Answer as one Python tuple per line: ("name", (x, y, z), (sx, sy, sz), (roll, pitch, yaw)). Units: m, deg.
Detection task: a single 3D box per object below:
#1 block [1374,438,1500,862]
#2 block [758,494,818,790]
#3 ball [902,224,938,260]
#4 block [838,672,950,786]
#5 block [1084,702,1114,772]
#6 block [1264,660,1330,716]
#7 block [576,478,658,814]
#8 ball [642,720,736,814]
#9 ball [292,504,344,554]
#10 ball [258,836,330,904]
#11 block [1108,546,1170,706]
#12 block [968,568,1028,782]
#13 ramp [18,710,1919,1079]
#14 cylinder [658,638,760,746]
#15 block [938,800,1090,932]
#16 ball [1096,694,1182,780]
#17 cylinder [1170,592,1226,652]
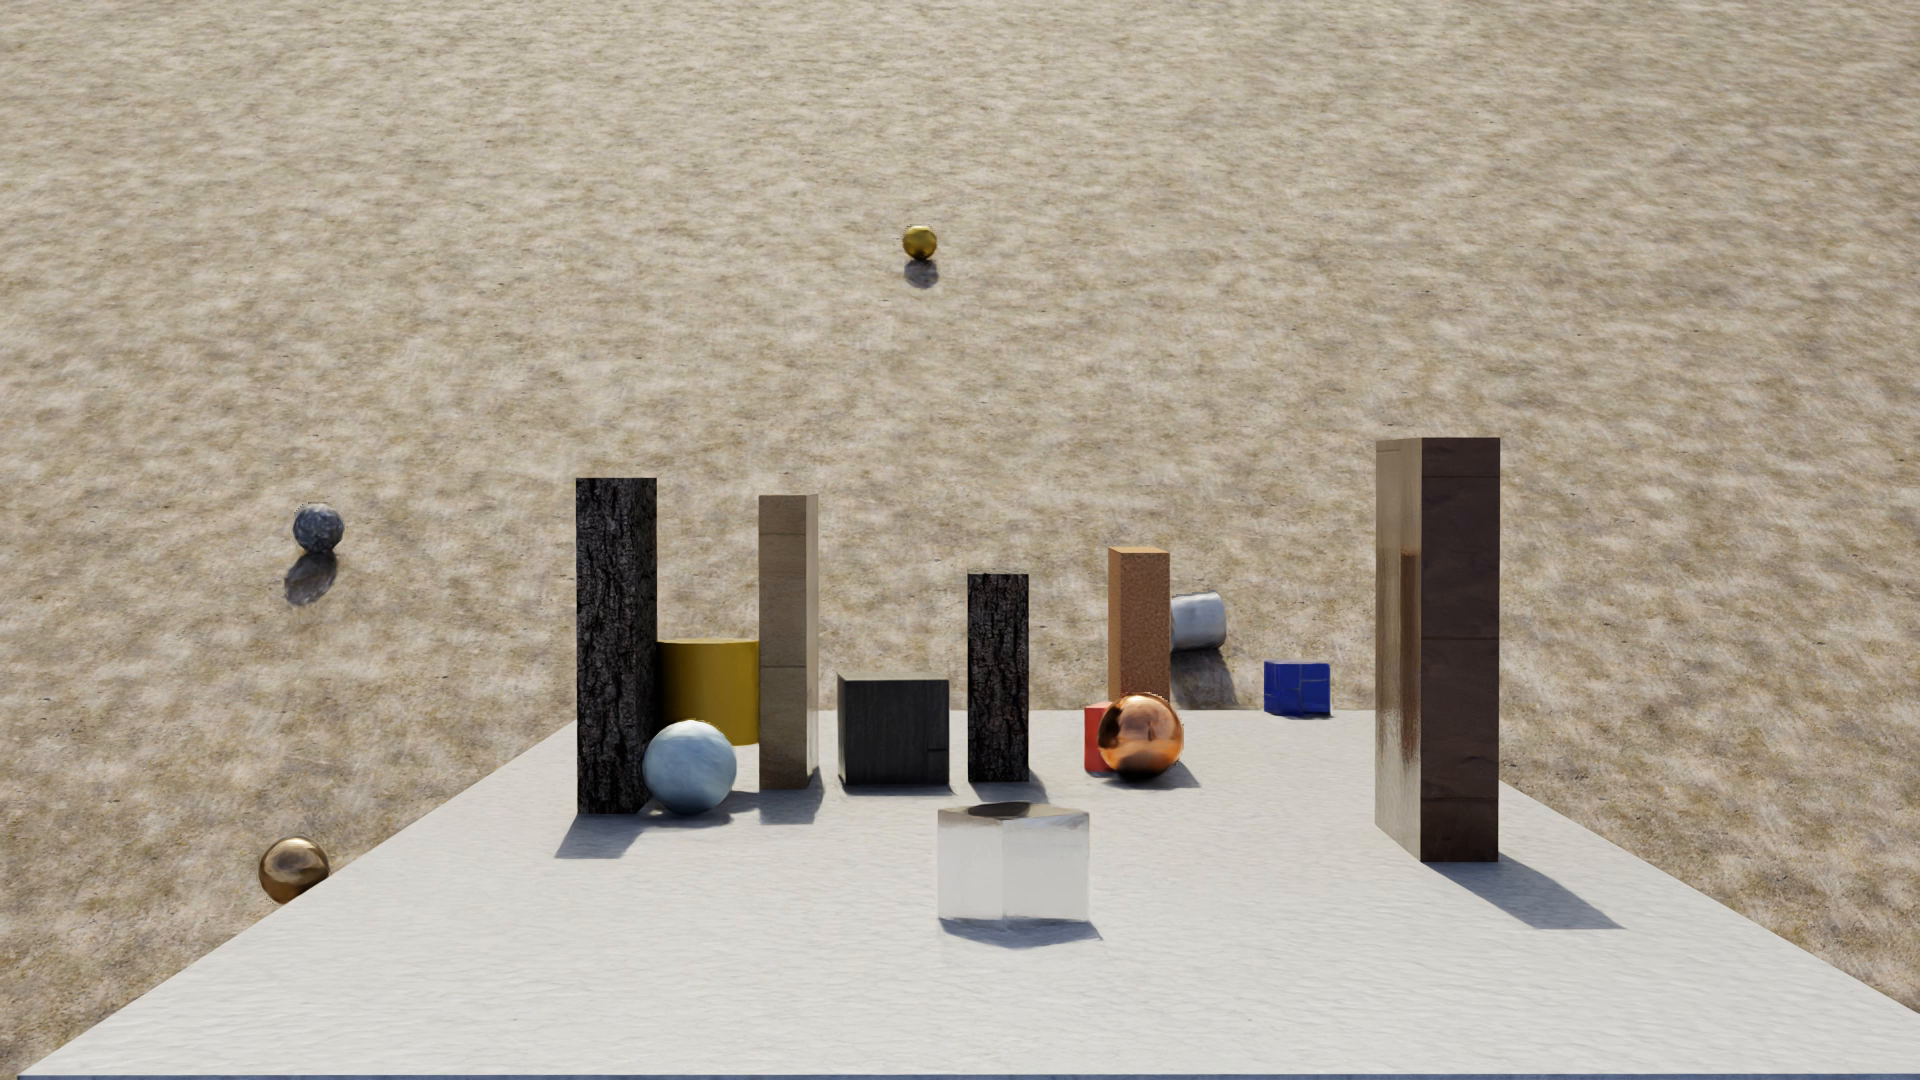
("block", (0.770, 0.164, 4.189), (0.121, 0.655, 0.431), (0, 1, 0))
("block", (-0.338, 0.190, 5.123), (0.091, 0.560, 0.425), (0, 1, 0))
("ball", (-0.153, -1.135, 9.844), (0.134, 0.134, 0.134), (0, 26, 0))
("block", (-0.133, 0.370, 5.092), (0.202, 0.202, 0.202), (0, 1, -7))
("block", (0.332, 0.402, 5.263), (0.128, 0.128, 0.128), (0, 1, 17))
("block", (0.849, 0.372, 6.504), (0.128, 0.128, 0.128), (0, 1, -12))
("block", (-0.625, 0.183, 4.718), (0.104, 0.594, 0.335), (0, 1, 0))
("ball", (-0.477, 0.401, 4.551), (0.165, 0.165, 0.165), (0, 26, 0))
("ball", (-1.883, -0.034, 7.571), (0.146, 0.146, 0.146), (0, 26, 0))
("ball", (-1.104, 0.549, 4.277), (0.114, 0.114, 0.114), (0, 26, 0))
("block", (0.382, 0.240, 5.549), (0.101, 0.438, 0.443), (0, 1, 0))
("block", (0.075, 0.265, 5.190), (0.119, 0.406, 0.321), (0, 1, 0))
("ramp", (0.059, 0.533, 4.570), (2.000, 0.100, 4.000), (0, 1, 0))
("cylinder", (-0.476, 0.287, 4.889), (0.193, 0.193, 0.193), (0, 1, 0))
("block", (0.072, 0.437, 3.474), (0.146, 0.146, 0.146), (-1, 2, -36))
("ball", (0.354, 0.386, 5.072), (0.169, 0.169, 0.169), (0, 26, 0))
("cylinder", (0.633, 0.225, 7.030), (0.146, 0.146, 0.146), (-7, 27, -13))
